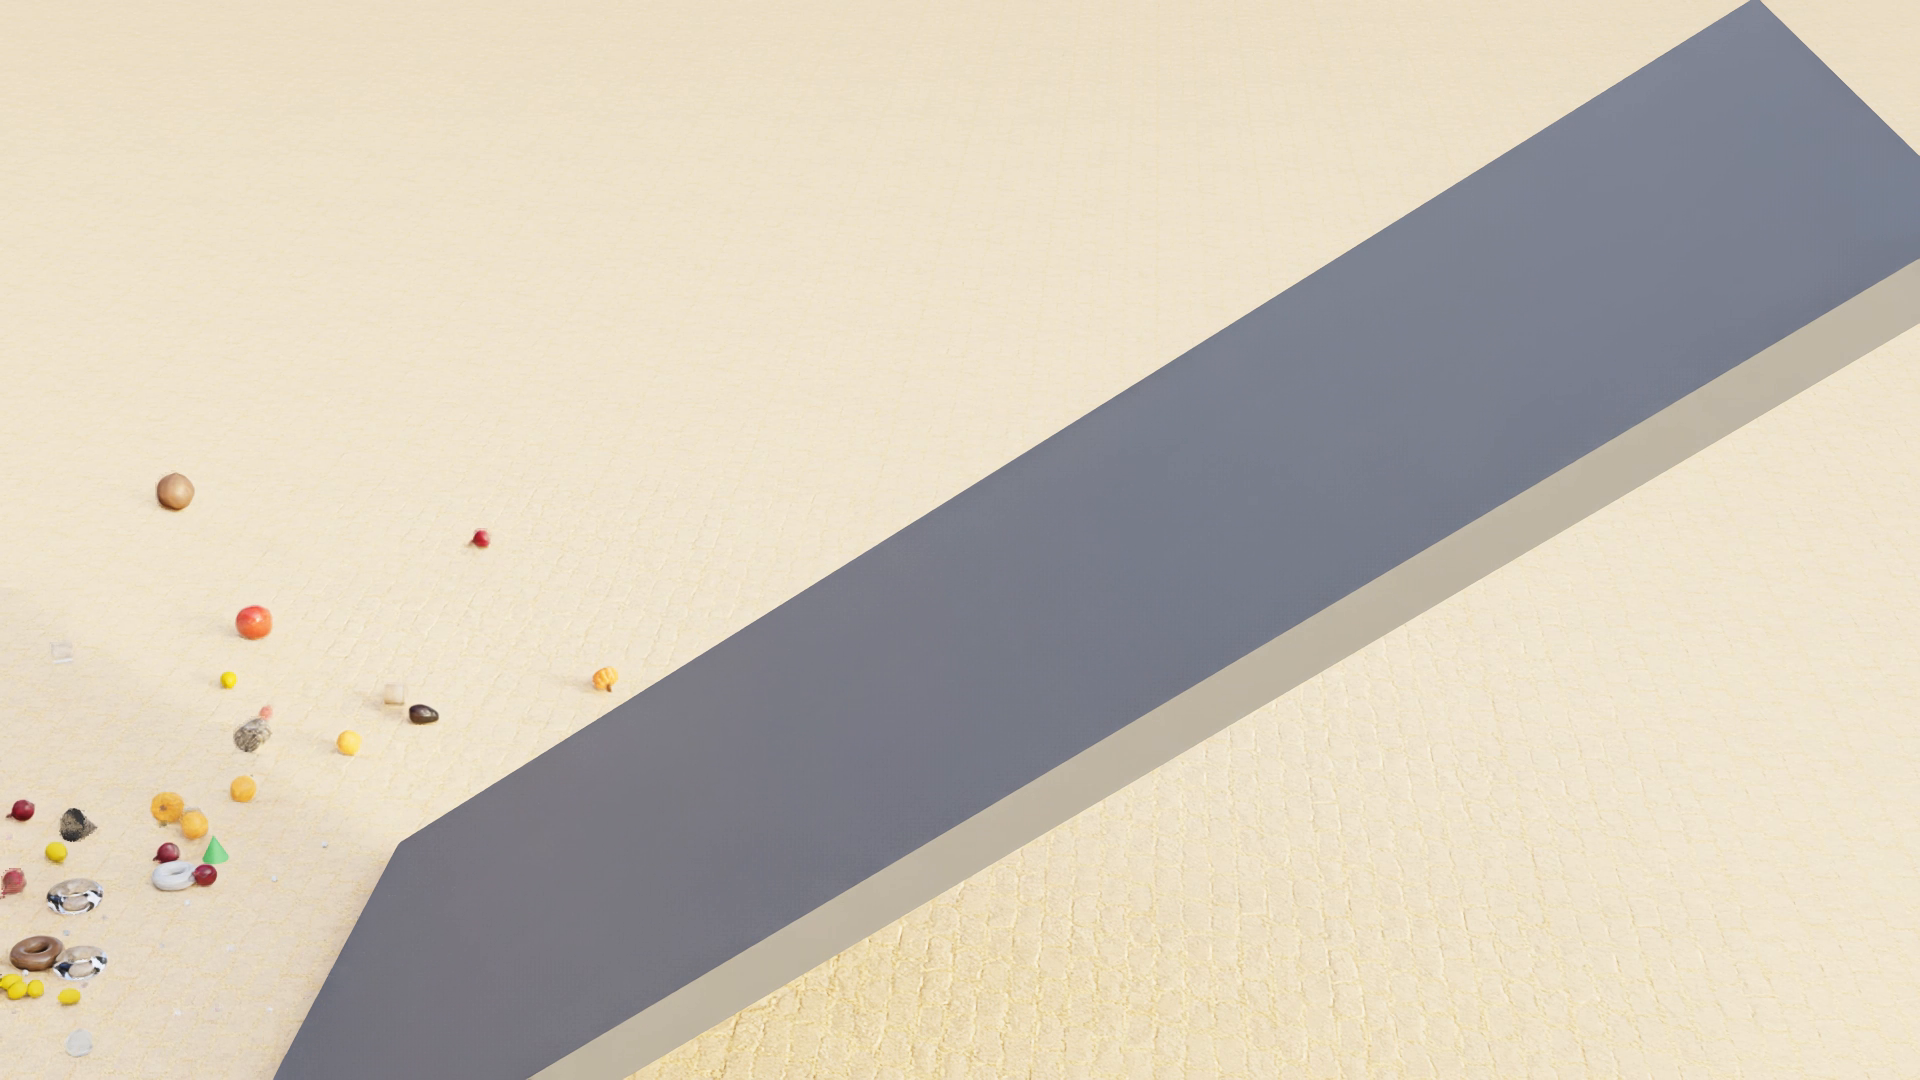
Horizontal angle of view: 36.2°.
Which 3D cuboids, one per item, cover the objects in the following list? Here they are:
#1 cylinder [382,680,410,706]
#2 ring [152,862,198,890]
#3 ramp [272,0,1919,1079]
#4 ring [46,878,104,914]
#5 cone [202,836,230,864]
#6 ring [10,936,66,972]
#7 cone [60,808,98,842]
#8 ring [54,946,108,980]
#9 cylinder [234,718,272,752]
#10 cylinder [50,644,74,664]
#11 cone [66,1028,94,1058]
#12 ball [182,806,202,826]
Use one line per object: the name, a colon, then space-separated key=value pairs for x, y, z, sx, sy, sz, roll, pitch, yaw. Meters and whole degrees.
cylinder: x=-1.679 y=0.457 z=8.754 sx=0.059 sy=0.059 sz=0.059 roll=-27 pitch=24 yaw=-2
ring: x=-2.052 y=0.877 z=7.685 sx=0.121 sy=0.040 sz=0.121 roll=1 pitch=22 yaw=0
ramp: x=0.137 y=0.172 z=6.302 sx=4.000 sy=0.100 sz=2.000 roll=-32 pitch=16 yaw=15
ring: x=-2.278 y=0.917 z=7.570 sx=0.144 sy=0.048 sz=0.144 roll=1 pitch=22 yaw=0
cone: x=-1.979 y=0.814 z=7.807 sx=0.070 sy=0.070 sz=0.070 roll=0 pitch=21 yaw=0
ring: x=-2.287 y=1.025 z=7.293 sx=0.134 sy=0.045 sz=0.134 roll=0 pitch=22 yaw=0
cone: x=-2.365 y=0.774 z=7.952 sx=0.092 sy=0.092 sz=0.092 roll=13 pitch=-2 yaw=30
ring: x=-2.168 y=1.042 z=7.249 sx=0.131 sy=0.044 sz=0.131 roll=0 pitch=22 yaw=0
cylinder: x=-2.034 y=0.561 z=8.458 sx=0.077 sy=0.077 sz=0.077 roll=9 pitch=28 yaw=21
cylinder: x=-2.758 y=0.349 z=9.036 sx=0.060 sy=0.060 sz=0.060 roll=-1 pitch=19 yaw=-26
cone: x=-2.075 y=1.181 z=6.905 sx=0.065 sy=0.065 sz=0.065 roll=-13 pitch=-2 yaw=-31
ball: x=-2.087 y=0.750 z=7.999 sx=0.053 sy=0.053 sz=0.053 roll=0 pitch=21 yaw=0
